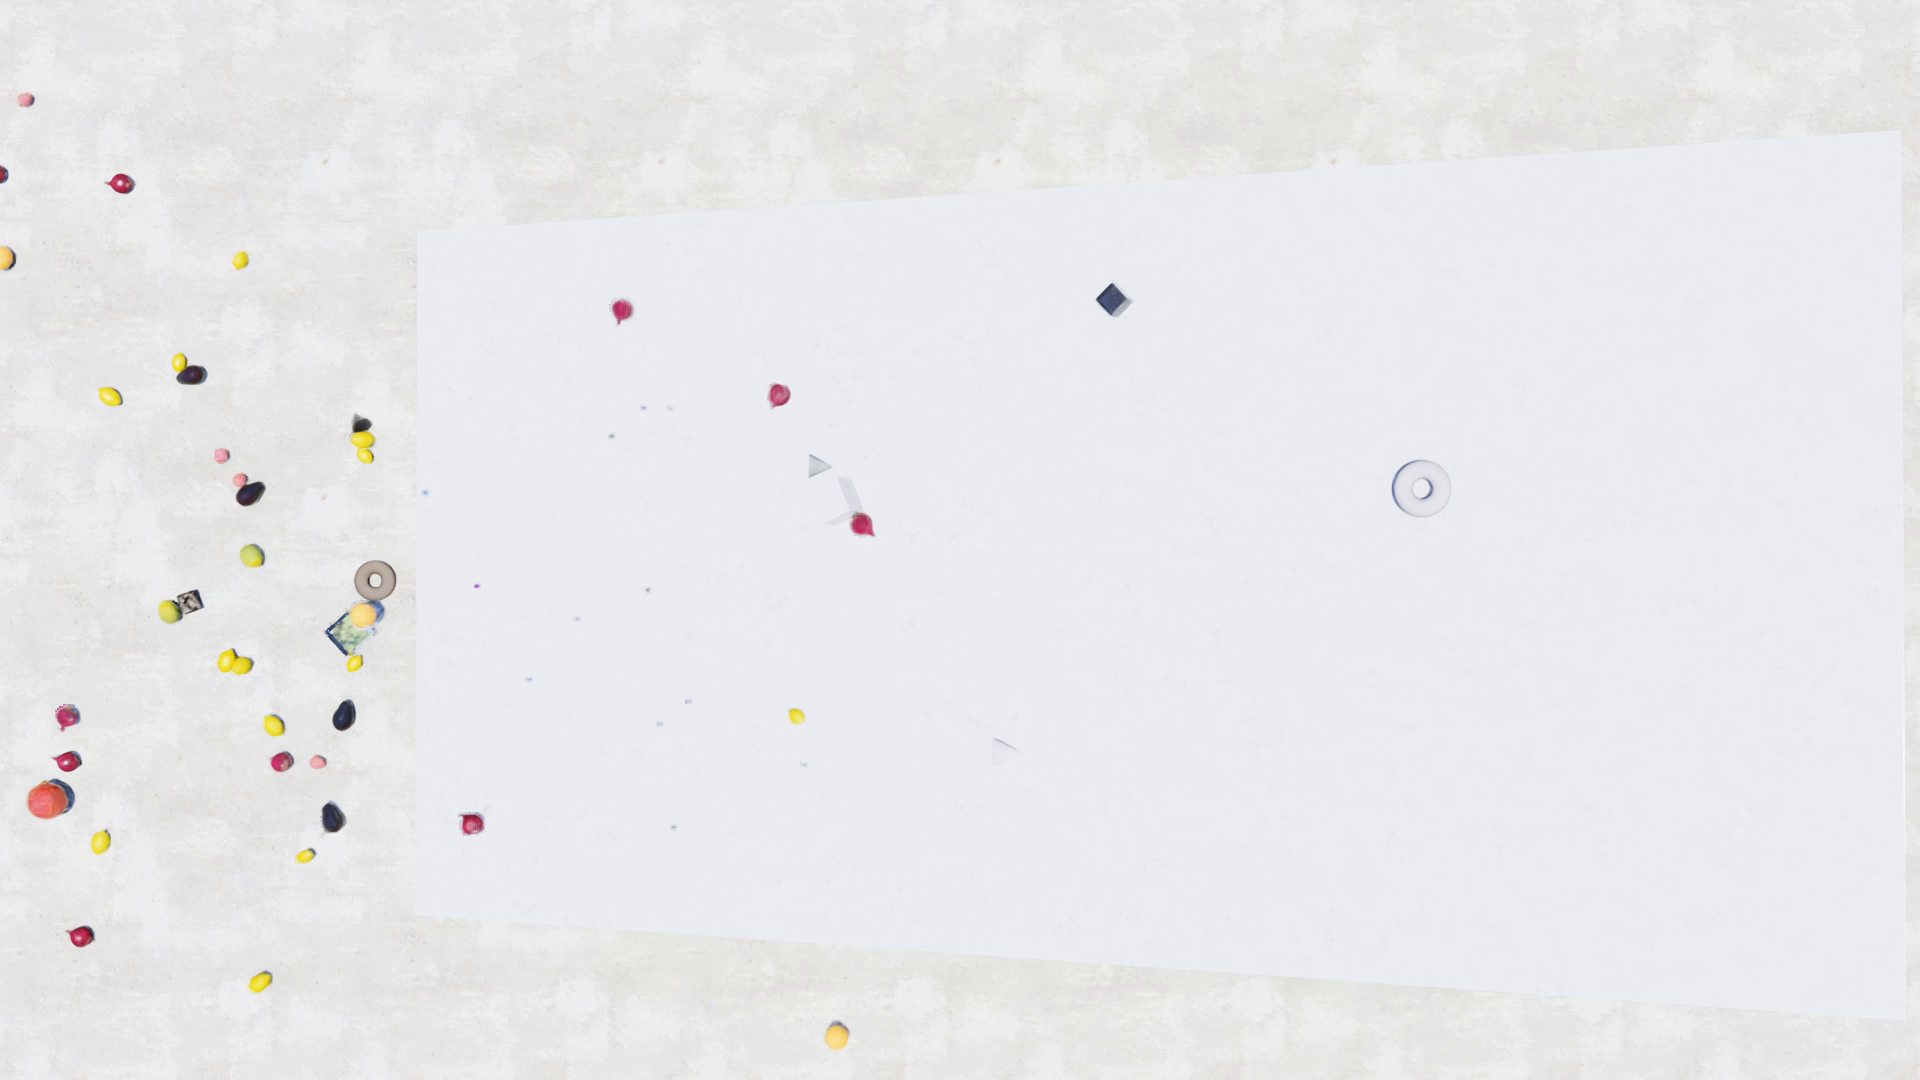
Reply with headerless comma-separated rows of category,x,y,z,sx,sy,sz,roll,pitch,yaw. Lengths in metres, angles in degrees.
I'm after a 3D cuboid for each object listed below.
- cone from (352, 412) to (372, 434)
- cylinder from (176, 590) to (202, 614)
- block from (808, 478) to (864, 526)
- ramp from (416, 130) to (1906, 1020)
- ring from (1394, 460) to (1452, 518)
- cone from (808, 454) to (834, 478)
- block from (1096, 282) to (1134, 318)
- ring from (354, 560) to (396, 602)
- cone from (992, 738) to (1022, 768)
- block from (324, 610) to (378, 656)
cone,-1.785,-0.358,6.519,0.062,0.062,0.062,-35,63,0
cylinder,-2.278,0.184,6.498,0.057,0.057,0.057,-21,89,0
block,-0.332,-0.102,5.878,0.095,0.095,0.095,-25,80,20
ramp,0.283,0.087,5.733,4.000,0.100,2.000,0,89,22
ring,1.118,-0.124,5.320,0.141,0.047,0.141,-1,88,23
cone,-0.374,-0.198,5.932,0.067,0.067,0.067,2,89,-6
block,0.395,-0.612,5.611,0.060,0.060,0.060,-46,74,15
ring,-1.732,0.121,6.507,0.121,0.040,0.121,0,90,-1
cone,0.126,0.555,5.718,0.078,0.078,0.078,-1,89,-5
block,-1.794,0.274,6.478,0.095,0.095,0.095,-43,89,0
